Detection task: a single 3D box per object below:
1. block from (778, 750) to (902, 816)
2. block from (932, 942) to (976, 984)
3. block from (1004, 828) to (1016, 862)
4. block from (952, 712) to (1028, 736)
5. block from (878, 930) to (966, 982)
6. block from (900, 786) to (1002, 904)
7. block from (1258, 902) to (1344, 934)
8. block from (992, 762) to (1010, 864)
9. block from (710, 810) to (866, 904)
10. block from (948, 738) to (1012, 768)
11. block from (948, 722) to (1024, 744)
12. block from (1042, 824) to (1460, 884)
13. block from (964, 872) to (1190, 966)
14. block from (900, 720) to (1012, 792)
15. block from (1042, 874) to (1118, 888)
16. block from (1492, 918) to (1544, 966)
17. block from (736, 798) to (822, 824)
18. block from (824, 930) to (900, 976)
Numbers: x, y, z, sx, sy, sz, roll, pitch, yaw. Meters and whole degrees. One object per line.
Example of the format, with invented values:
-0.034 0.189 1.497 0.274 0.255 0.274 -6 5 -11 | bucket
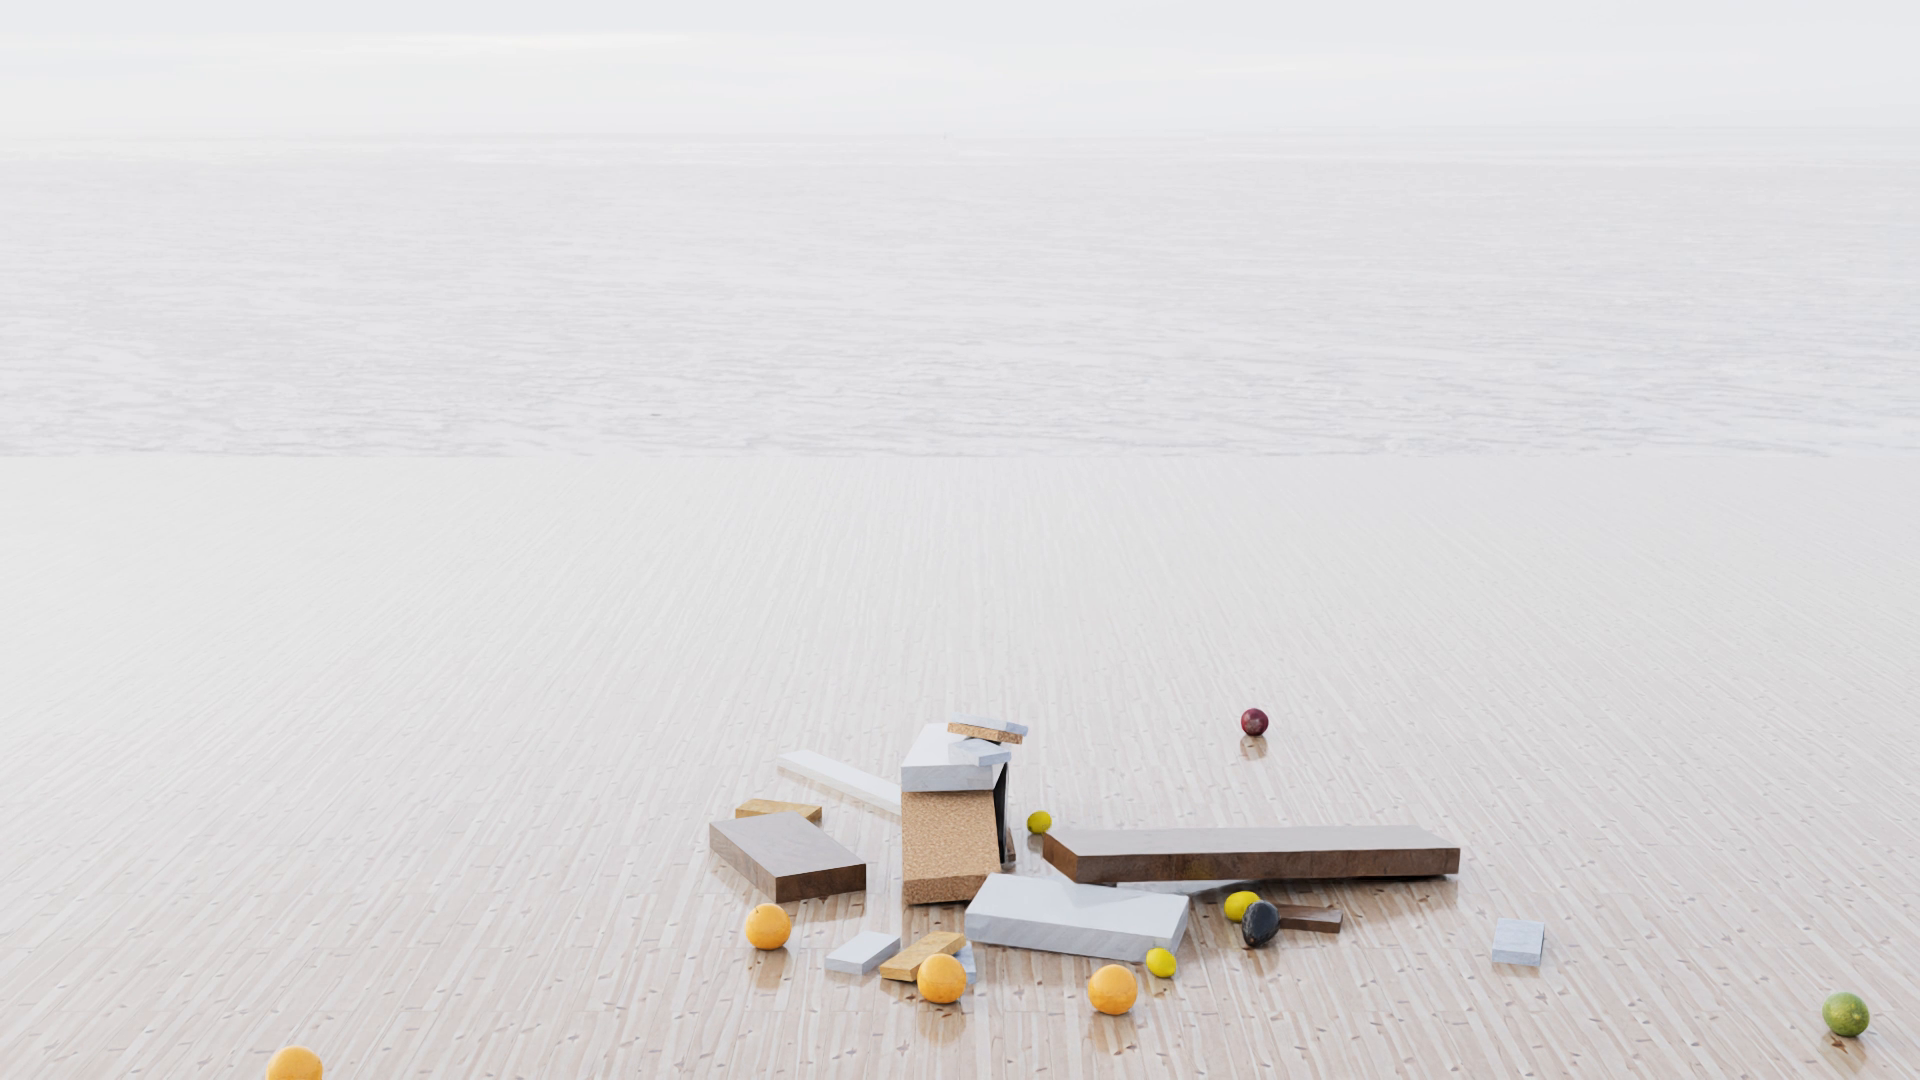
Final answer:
-0.172 0.477 4.221 0.072 0.020 0.545 -8 13 -37 | block
-0.012 0.642 3.340 0.064 0.018 0.128 -1 11 -3 | block
0.069 0.536 3.862 0.049 0.014 0.098 -6 21 -2 | block
0.055 0.336 4.010 0.129 0.018 0.064 6 -9 41 | block
-0.056 0.629 3.327 0.064 0.018 0.128 -3 15 43 | block
-0.017 0.509 3.743 0.161 0.046 0.321 -5 22 0 | block
0.547 0.606 3.531 0.129 0.018 0.064 3 11 14 | block
0.003 0.479 3.934 0.161 0.046 0.321 -3 22 4 | block
-0.301 0.543 3.794 0.162 0.046 0.325 -5 12 -25 | block
0.034 0.372 3.853 0.063 0.018 0.126 -7 9 -24 | block
0.045 0.347 3.950 0.064 0.018 0.129 14 -6 -43 | block
0.494 0.527 3.707 0.693 0.046 0.162 1 6 -17 | block
0.185 0.595 3.460 0.325 0.046 0.162 5 15 15 | block
-0.003 0.389 3.974 0.161 0.046 0.321 -3 8 8 | block
0.194 0.577 3.692 0.126 0.018 0.063 -5 12 -26 | block
0.870 0.625 3.424 0.072 0.020 0.143 3 11 17 | block
-0.336 0.505 4.071 0.143 0.020 0.072 4 11 21 | block
-0.149 0.634 3.382 0.064 0.018 0.128 5 12 25 | block
